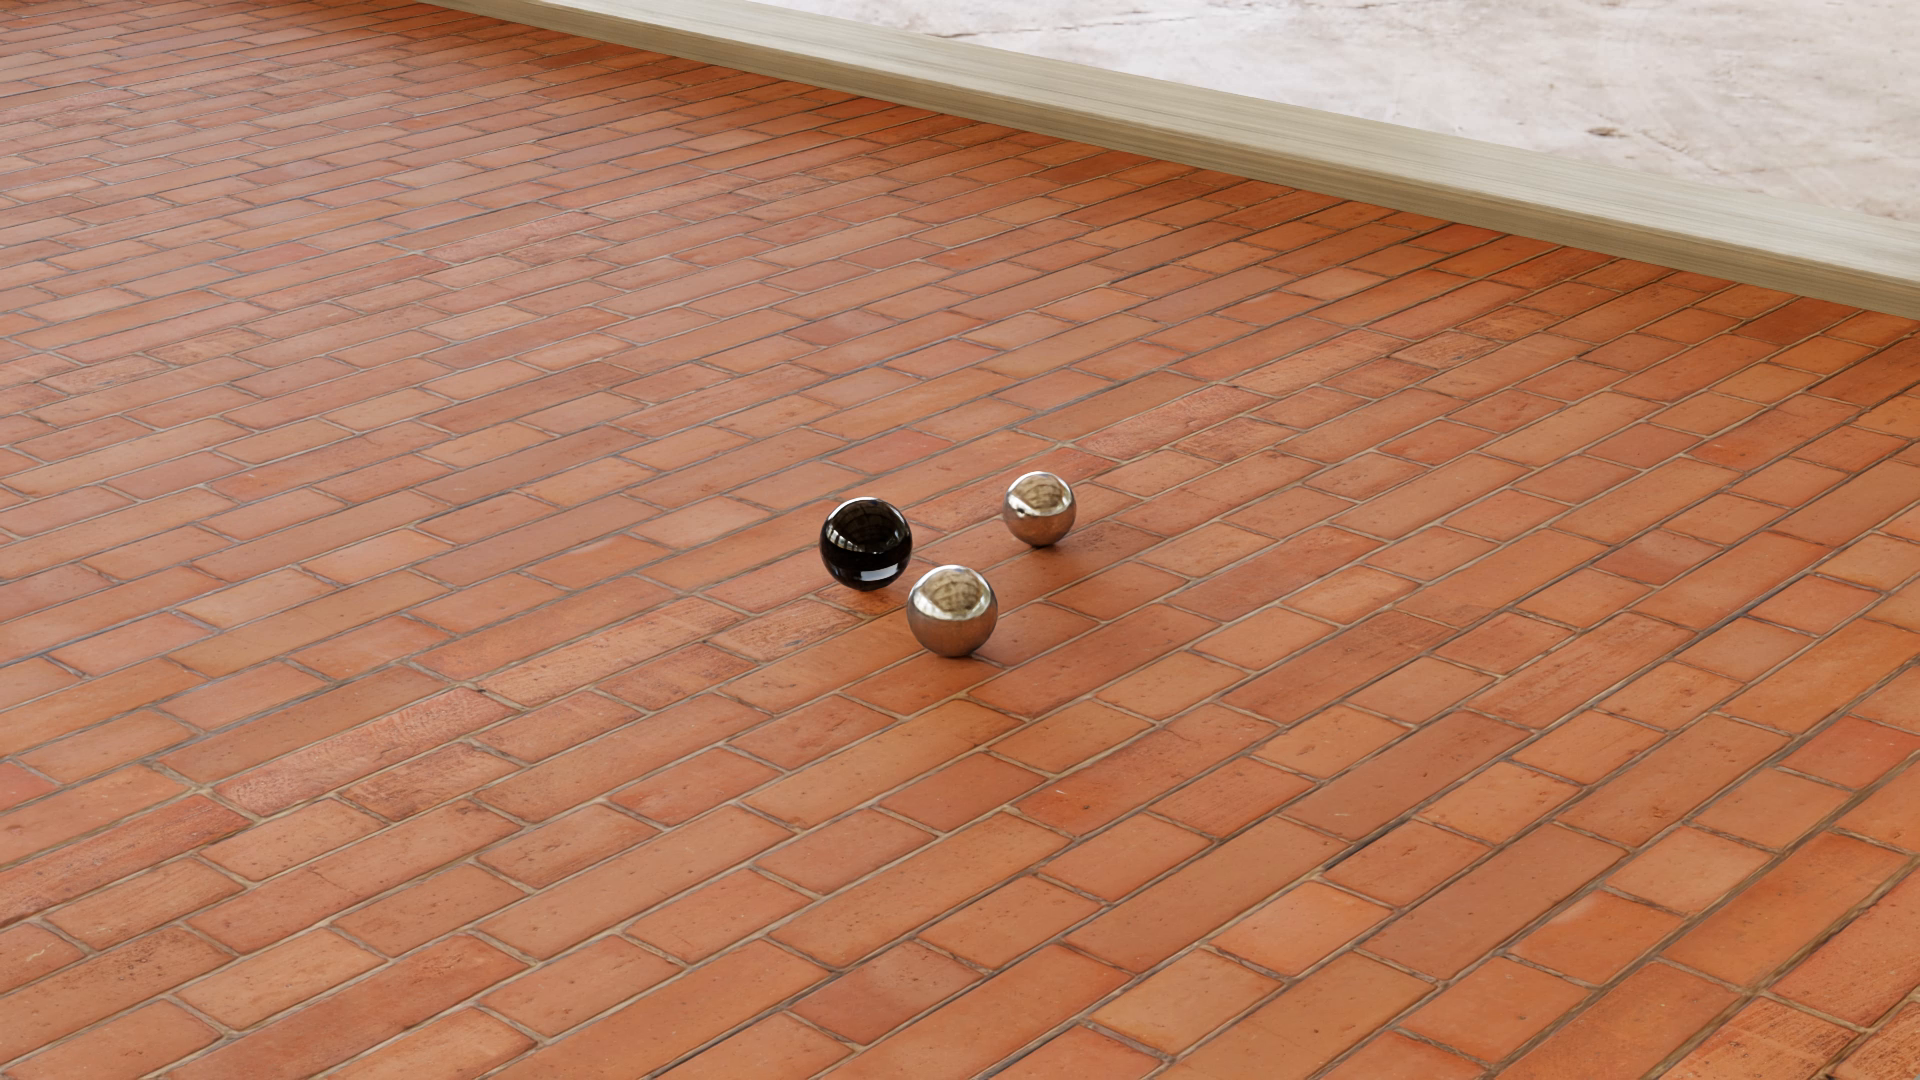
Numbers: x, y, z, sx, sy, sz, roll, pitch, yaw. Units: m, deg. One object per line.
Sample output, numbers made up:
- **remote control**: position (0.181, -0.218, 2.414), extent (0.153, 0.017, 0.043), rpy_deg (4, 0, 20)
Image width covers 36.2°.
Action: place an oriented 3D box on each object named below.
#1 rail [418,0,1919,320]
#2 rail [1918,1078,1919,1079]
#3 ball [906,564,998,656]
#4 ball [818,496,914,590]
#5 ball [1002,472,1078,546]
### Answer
- **rail**: position (0.037, -0.619, 4.039), extent (4.203, 0.105, 0.045), rpy_deg (18, 28, 38)
- **rail**: position (0.767, 0.239, 1.900), extent (0.045, 0.105, 2.520), rpy_deg (18, 28, 38)
- **ball**: position (-0.006, 0.058, 2.396), extent (0.075, 0.075, 0.075), rpy_deg (0, 22, 0)
- **ball**: position (-0.081, 0.003, 2.522), extent (0.081, 0.081, 0.081), rpy_deg (0, 22, 0)
- **ball**: position (0.071, -0.028, 2.619), extent (0.067, 0.067, 0.067), rpy_deg (0, 22, 0)
